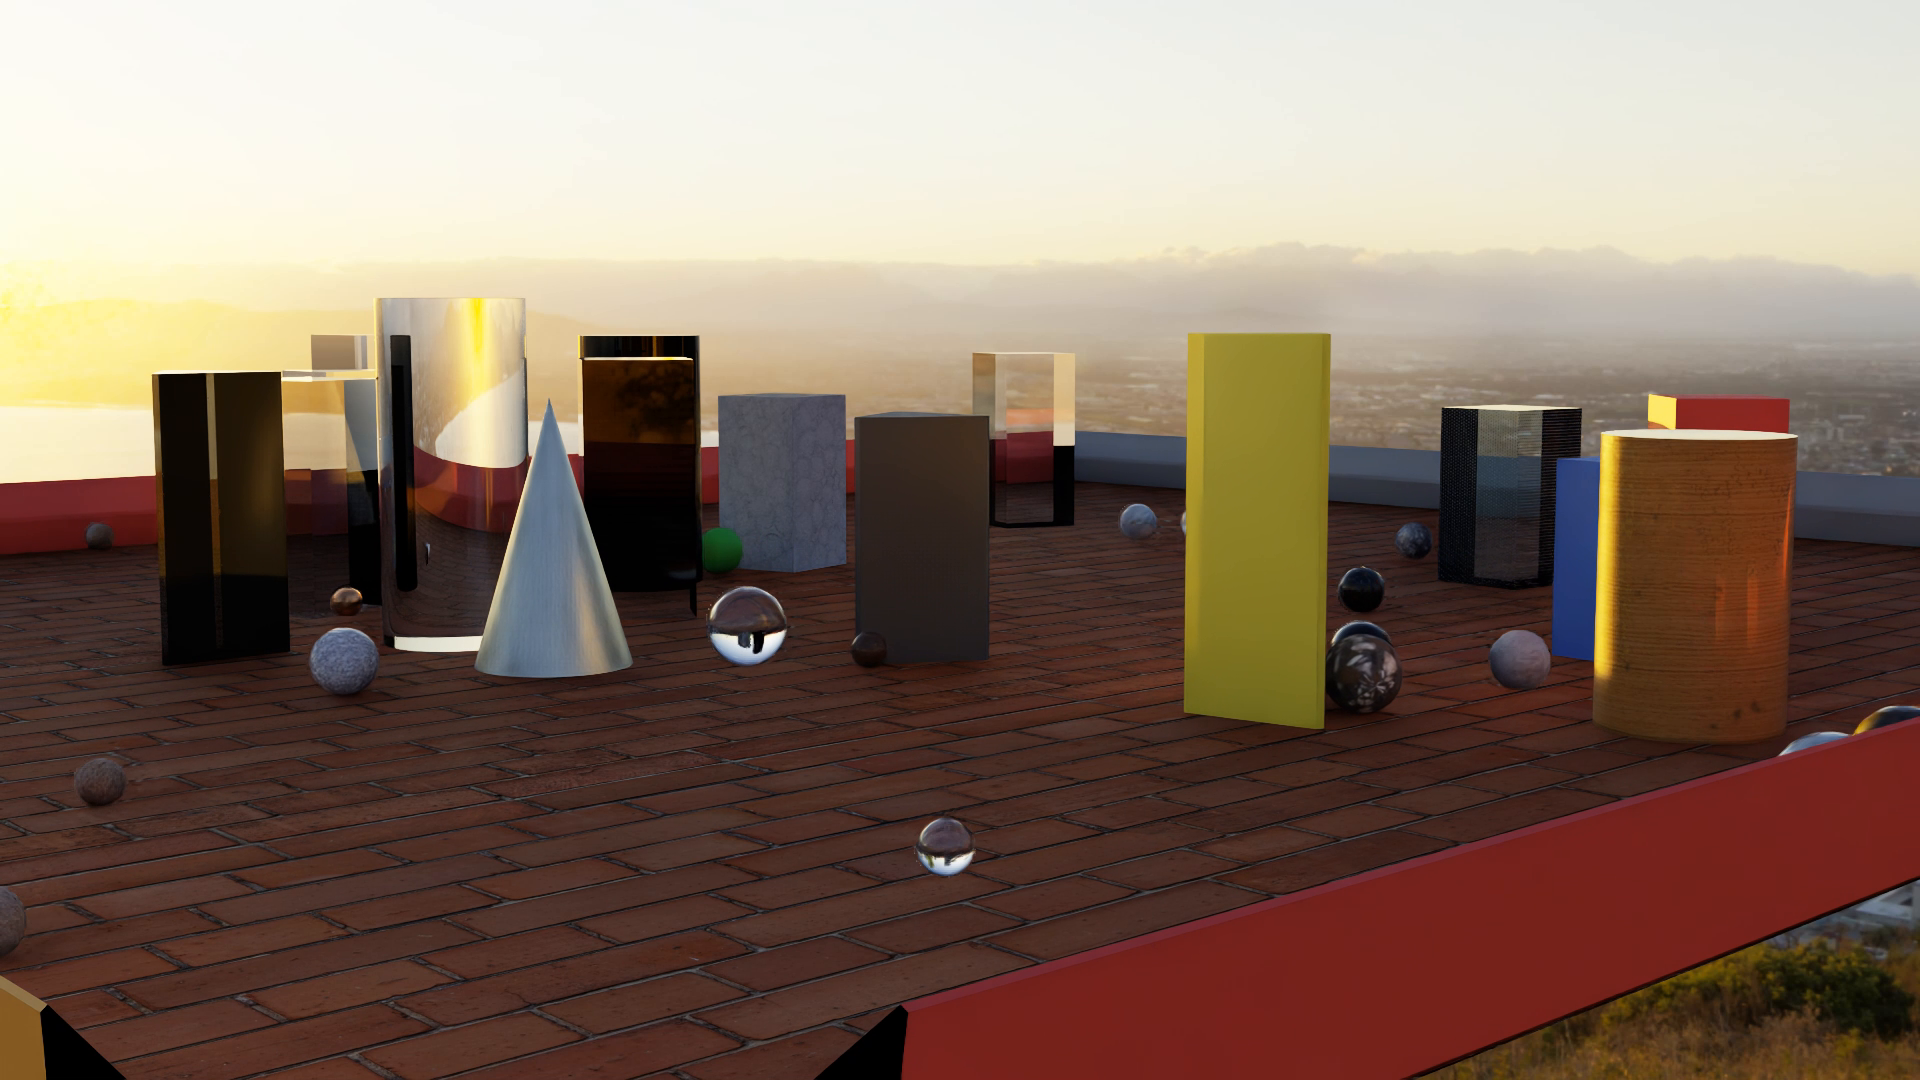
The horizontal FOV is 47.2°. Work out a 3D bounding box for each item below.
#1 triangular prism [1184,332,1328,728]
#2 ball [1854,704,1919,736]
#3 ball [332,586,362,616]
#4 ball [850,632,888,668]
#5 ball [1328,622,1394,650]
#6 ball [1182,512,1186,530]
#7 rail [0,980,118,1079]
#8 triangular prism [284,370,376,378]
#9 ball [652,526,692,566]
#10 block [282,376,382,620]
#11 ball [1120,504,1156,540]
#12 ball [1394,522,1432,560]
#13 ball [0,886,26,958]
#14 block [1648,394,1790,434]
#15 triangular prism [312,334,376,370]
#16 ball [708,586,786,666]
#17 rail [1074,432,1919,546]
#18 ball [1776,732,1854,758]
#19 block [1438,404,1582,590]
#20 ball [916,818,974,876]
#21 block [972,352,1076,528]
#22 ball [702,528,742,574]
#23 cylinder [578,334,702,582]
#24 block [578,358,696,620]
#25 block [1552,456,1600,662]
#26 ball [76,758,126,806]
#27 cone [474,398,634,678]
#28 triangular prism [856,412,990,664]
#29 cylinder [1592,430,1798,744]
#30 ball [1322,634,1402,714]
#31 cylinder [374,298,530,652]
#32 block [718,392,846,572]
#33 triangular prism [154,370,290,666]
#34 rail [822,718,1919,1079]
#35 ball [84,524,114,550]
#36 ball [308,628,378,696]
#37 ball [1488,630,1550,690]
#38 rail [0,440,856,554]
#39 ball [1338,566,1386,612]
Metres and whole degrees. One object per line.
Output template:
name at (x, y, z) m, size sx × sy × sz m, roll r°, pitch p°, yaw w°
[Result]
triangular prism at (0.362, -0.018, 2.436) m, size 0.171 × 0.420 × 0.148 m, roll 5°, pitch 7°, yaw 37°
ball at (0.851, 0.194, 1.985) m, size 0.091 × 0.091 × 0.091 m, roll 0°, pitch 6°, yaw 0°
ball at (-0.893, 0.090, 3.207) m, size 0.044 × 0.044 × 0.044 m, roll 0°, pitch 6°, yaw 0°
ball at (-0.114, 0.137, 2.749) m, size 0.046 × 0.046 × 0.046 m, roll 0°, pitch 6°, yaw 0°
ball at (0.477, 0.136, 2.612) m, size 0.077 × 0.077 × 0.077 m, roll 0°, pitch 6°, yaw 0°
ball at (0.464, -0.033, 4.256) m, size 0.072 × 0.072 × 0.072 m, roll 0°, pitch 6°, yaw 0°
rail at (-1.374, 0.165, 2.071) m, size 0.045 × 0.129 × 3.405 m, roll -5°, pitch 8°, yaw -42°
triangular prism at (-1.025, -0.113, 3.699) m, size 0.148 × 0.345 × 0.171 m, roll -5°, pitch 8°, yaw -42°
ball at (-0.501, 0.011, 3.837) m, size 0.070 × 0.070 × 0.070 m, roll 0°, pitch 6°, yaw 0°
block at (-0.965, -0.067, 3.271) m, size 0.158 × 0.344 × 0.158 m, roll 3°, pitch 7°, yaw 28°
ball at (0.346, -0.034, 4.269) m, size 0.071 × 0.071 × 0.071 m, roll 0°, pitch 6°, yaw 0°
ball at (0.813, 0.003, 3.939) m, size 0.066 × 0.066 × 0.066 m, roll 0°, pitch 6°, yaw 0°
ball at (-0.669, 0.262, 1.505) m, size 0.055 × 0.055 × 0.055 m, roll 0°, pitch 6°, yaw 0°
block at (1.105, -0.050, 3.224) m, size 0.158 × 0.319 × 0.158 m, roll 0°, pitch 6°, yaw 4°
triangular prism at (-1.058, -0.171, 3.989) m, size 0.171 × 0.401 × 0.148 m, roll 6°, pitch 8°, yaw 43°
ball at (-0.267, 0.108, 2.765) m, size 0.099 × 0.099 × 0.099 m, roll 0°, pitch 6°, yaw 0°
rail at (1.374, -0.098, 4.593) m, size 0.045 × 0.129 × 3.405 m, roll -5°, pitch 8°, yaw -42°
ball at (0.720, 0.208, 1.821) m, size 0.098 × 0.098 × 0.098 m, roll 0°, pitch 6°, yaw 0°
block at (0.902, -0.074, 3.610) m, size 0.158 × 0.286 × 0.158 m, roll -4°, pitch 7°, yaw -37°
ball at (-0.011, 0.243, 1.737) m, size 0.045 × 0.045 × 0.045 m, roll 0°, pitch 6°, yaw 0°
block at (0.132, -0.212, 4.594) m, size 0.158 × 0.357 × 0.158 m, roll -3°, pitch 7°, yaw -26°
ball at (-0.408, 0.019, 3.720) m, size 0.079 × 0.079 × 0.079 m, roll 0°, pitch 6°, yaw 0°
cylinder at (-0.525, -0.134, 3.621) m, size 0.198 × 0.404 × 0.198 m, roll 0°, pitch 6°, yaw 0°
block at (-0.477, -0.079, 3.238) m, size 0.158 × 0.374 × 0.158 m, roll -1°, pitch 6°, yaw -12°
block at (0.879, 0.024, 2.825) m, size 0.158 × 0.254 × 0.158 m, roll -4°, pitch 7°, yaw -36°
ball at (-0.775, 0.218, 1.983) m, size 0.043 × 0.043 × 0.043 m, roll 0°, pitch 6°, yaw 0°
cone at (-0.512, -0.011, 2.759) m, size 0.198 × 0.337 × 0.198 m, roll 0°, pitch 6°, yaw 0°
triangular prism at (-0.064, -0.007, 2.851) m, size 0.171 × 0.312 × 0.148 m, roll -1°, pitch 6°, yaw -14°
cylinder at (0.782, 0.044, 2.345) m, size 0.198 × 0.314 × 0.198 m, roll 0°, pitch 6°, yaw 0°
ball at (0.446, 0.148, 2.436) m, size 0.089 × 0.089 × 0.089 m, roll 0°, pitch 6°, yaw 0°
cylinder at (-0.679, -0.093, 2.954) m, size 0.198 × 0.461 × 0.198 m, roll 0°, pitch 6°, yaw 0°
block at (-0.309, -0.104, 3.841) m, size 0.158 × 0.298 × 0.158 m, roll 4°, pitch 7°, yaw 32°
triangular prism at (-0.991, -0.036, 2.859) m, size 0.148 × 0.366 × 0.171 m, roll 6°, pitch 8°, yaw 45°
rail at (1.138, 0.161, 2.105) m, size 3.786 × 0.129 × 0.045 m, roll -5°, pitch 8°, yaw -42°
ball at (-1.599, -0.005, 4.086) m, size 0.051 × 0.051 × 0.051 m, roll 0°, pitch 6°, yaw 0°
ball at (-0.716, 0.141, 2.554) m, size 0.078 × 0.078 × 0.078 m, roll 0°, pitch 6°, yaw 0°
ball at (0.659, 0.141, 2.589) m, size 0.071 × 0.071 × 0.071 m, roll 0°, pitch 6°, yaw 0°
rail at (-1.138, -0.095, 4.559) m, size 3.786 × 0.129 × 0.045 m, roll -5°, pitch 8°, yaw -42°
ball at (0.594, 0.074, 3.249) m, size 0.068 × 0.068 × 0.068 m, roll 0°, pitch 6°, yaw 0°
